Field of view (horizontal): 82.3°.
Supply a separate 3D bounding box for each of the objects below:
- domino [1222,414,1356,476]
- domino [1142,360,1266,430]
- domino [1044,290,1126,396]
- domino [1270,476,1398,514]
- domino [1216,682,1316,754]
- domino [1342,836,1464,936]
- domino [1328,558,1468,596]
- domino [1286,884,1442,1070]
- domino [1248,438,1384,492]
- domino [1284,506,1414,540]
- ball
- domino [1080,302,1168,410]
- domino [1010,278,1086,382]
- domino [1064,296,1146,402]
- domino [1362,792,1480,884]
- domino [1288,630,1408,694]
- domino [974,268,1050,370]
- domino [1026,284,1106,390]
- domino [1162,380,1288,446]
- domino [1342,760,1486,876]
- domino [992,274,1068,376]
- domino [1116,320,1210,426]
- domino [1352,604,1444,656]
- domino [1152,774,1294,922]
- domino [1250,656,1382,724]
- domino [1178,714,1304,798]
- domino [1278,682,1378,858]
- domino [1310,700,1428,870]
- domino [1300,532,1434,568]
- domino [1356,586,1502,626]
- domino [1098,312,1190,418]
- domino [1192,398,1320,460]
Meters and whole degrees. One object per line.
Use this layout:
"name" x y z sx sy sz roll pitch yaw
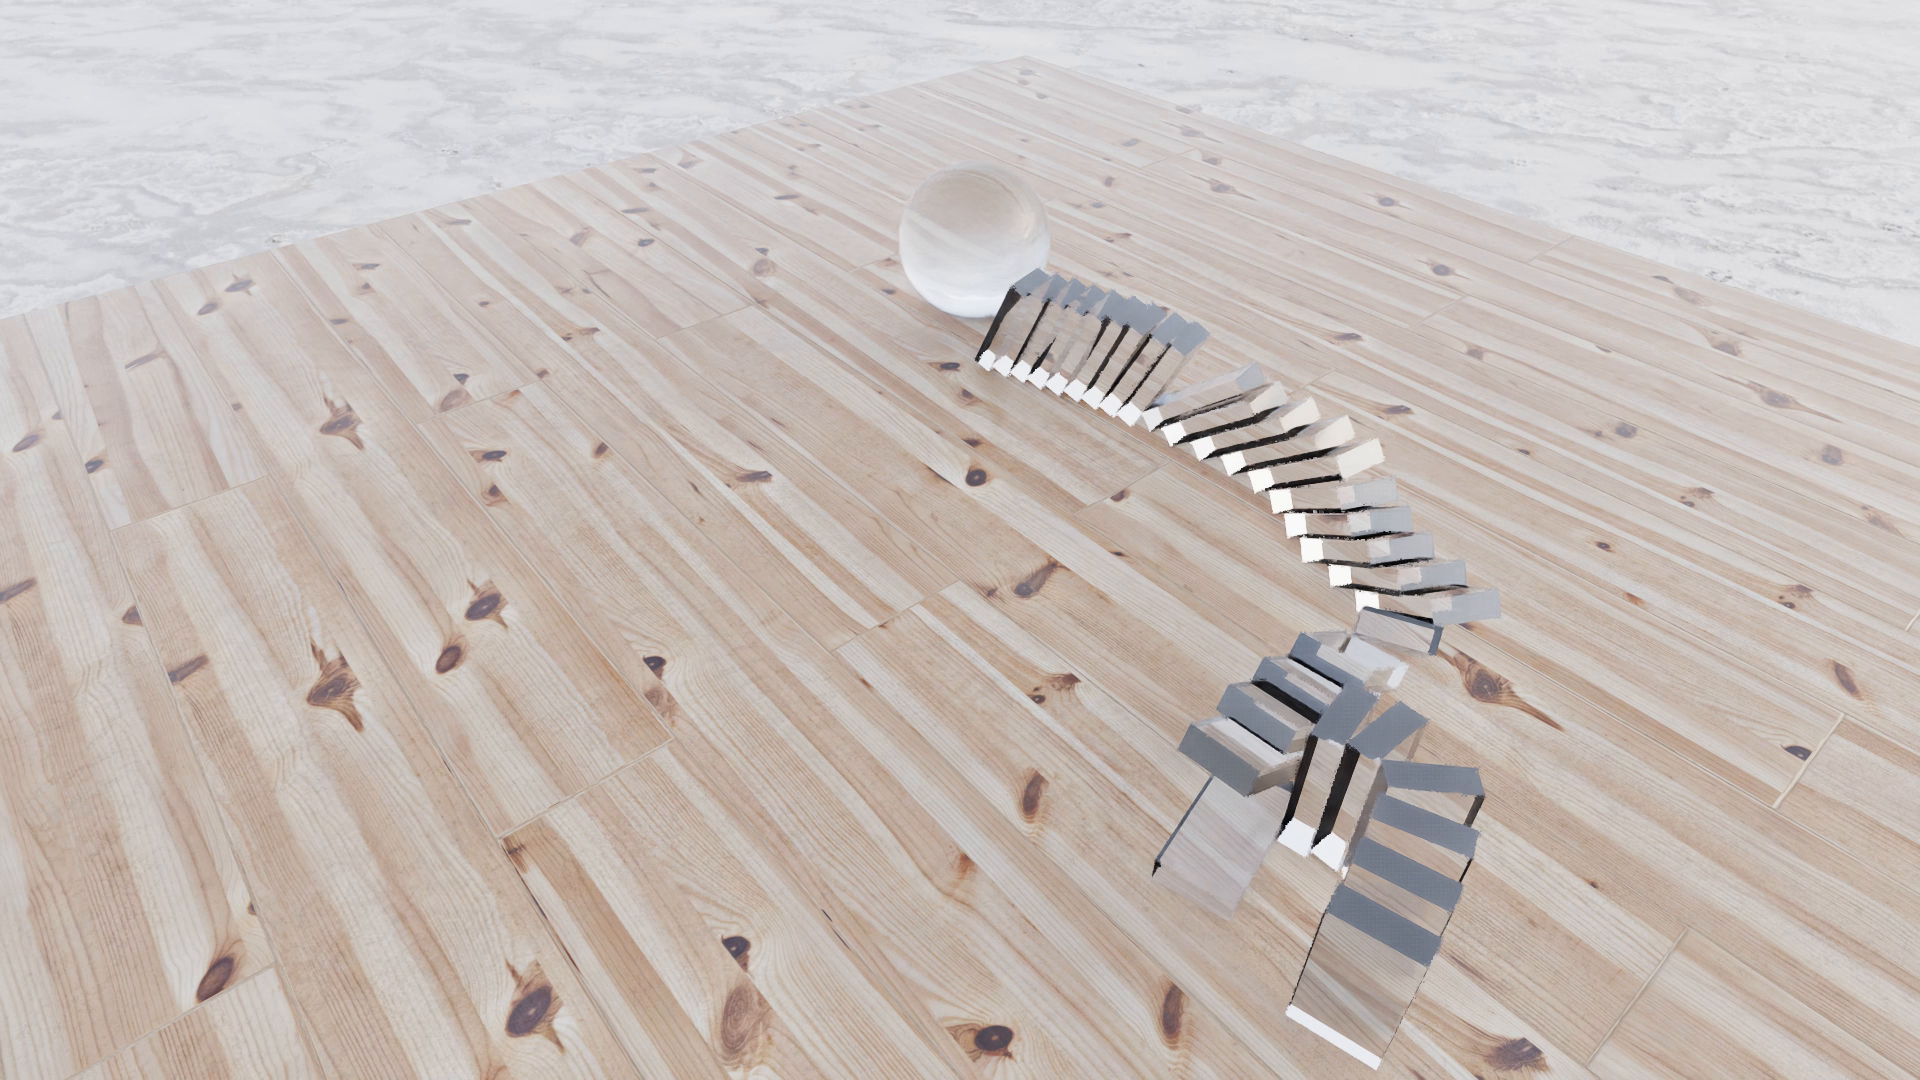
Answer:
"domino" 0.139 -0.040 0.469 0.025 0.009 0.050 -28 9 -32
"domino" 0.110 -0.065 0.498 0.050 0.010 0.025 -16 15 44
"domino" 0.060 -0.094 0.526 0.009 0.050 0.025 40 50 9
"domino" 0.150 -0.018 0.443 0.025 0.009 0.050 -12 4 -14
"domino" 0.106 0.056 0.355 0.025 0.010 0.050 34 17 35
"domino" 0.110 0.102 0.287 0.025 0.050 0.010 24 45 26
"domino" 0.160 0.013 0.406 0.025 0.009 0.050 -7 3 -9
"domino" 0.100 0.110 0.277 0.025 0.050 0.009 25 46 27
"domino" 0.148 -0.031 0.458 0.025 0.009 0.050 -22 6 -26
"domino" 0.151 -0.007 0.430 0.025 0.010 0.050 -8 3 -10
"ball" 0.008 -0.157 0.580 0.080 0.080 0.080 0 39 0
"domino" 0.077 -0.086 0.517 0.010 0.050 0.025 40 50 9
"domino" 0.043 -0.102 0.536 0.010 0.050 0.025 40 50 9
"domino" 0.069 -0.090 0.522 0.009 0.050 0.025 40 50 9
"domino" 0.120 0.093 0.299 0.025 0.050 0.009 20 43 22
"domino" 0.132 0.041 0.372 0.025 0.009 0.050 31 14 32
"domino" 0.026 -0.109 0.545 0.010 0.050 0.025 40 50 9
"domino" 0.052 -0.098 0.531 0.010 0.050 0.025 40 50 9
"domino" 0.117 -0.056 0.489 0.025 0.010 0.050 -35 13 -35
"domino" 0.127 0.083 0.310 0.025 0.050 0.009 4 40 5
"domino" 0.035 -0.105 0.540 0.009 0.050 0.025 40 50 9
"domino" 0.093 -0.076 0.505 0.010 0.050 0.025 43 51 8
"domino" 0.150 0.032 0.380 0.025 0.009 0.050 17 -1 19
"domino" 0.082 0.089 0.335 0.025 0.010 0.050 24 45 26
"domino" 0.119 0.049 0.364 0.025 0.009 0.050 34 17 34
"domino" 0.092 0.065 0.345 0.025 0.010 0.050 34 21 34
"domino" 0.109 0.069 0.327 0.009 0.050 0.025 27 47 29
"domino" 0.119 0.073 0.323 0.025 0.050 0.009 -27 47 -29
"domino" 0.153 0.003 0.417 0.025 0.010 0.050 -8 3 -10
"domino" 0.166 0.022 0.394 0.025 0.009 0.050 -7 3 -9
"domino" 0.085 -0.081 0.511 0.010 0.050 0.025 42 50 7
"domino" 0.128 -0.048 0.480 0.025 0.010 0.050 -31 11 -33
